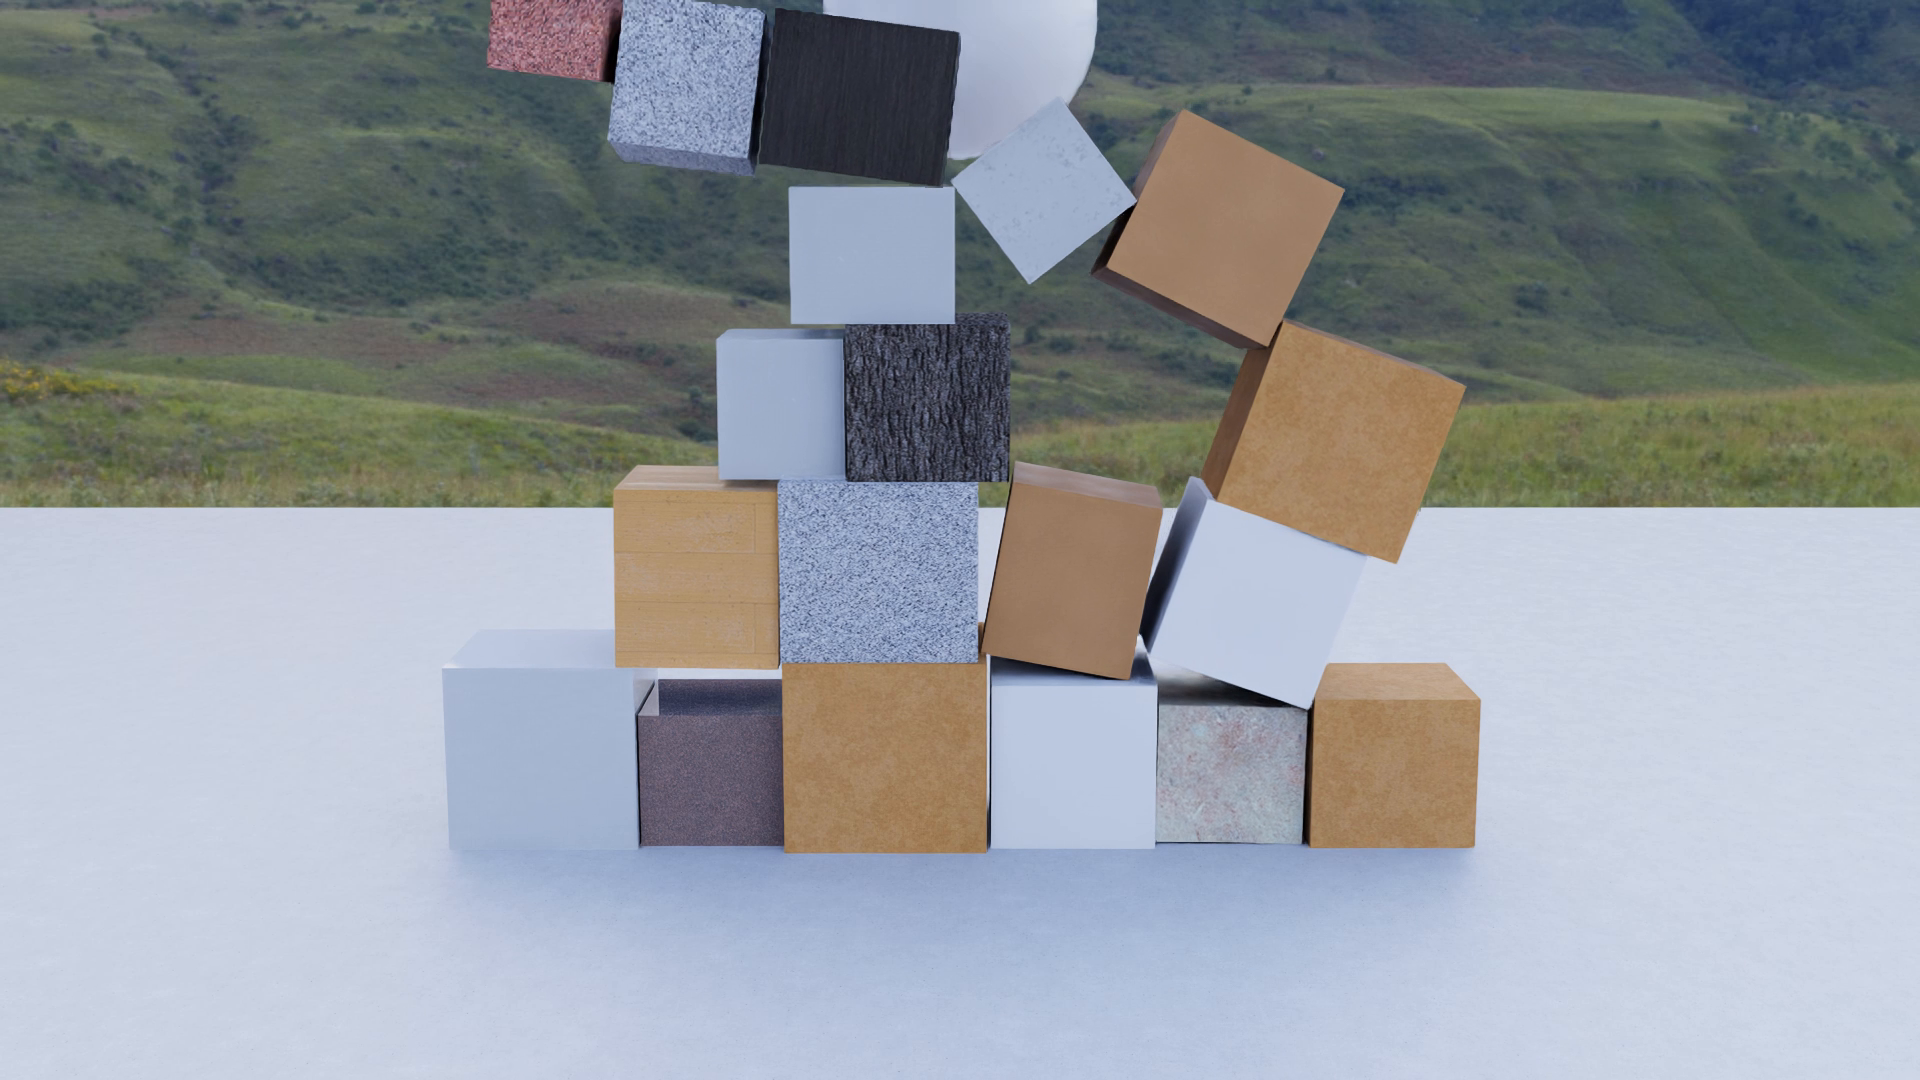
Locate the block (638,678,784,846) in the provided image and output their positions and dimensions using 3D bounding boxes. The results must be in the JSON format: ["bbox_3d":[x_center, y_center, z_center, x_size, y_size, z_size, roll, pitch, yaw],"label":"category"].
[{"bbox_3d":[-1.245,1.141,11.397,0.721,0.678,0.759,0,10,0],"label":"block"}]

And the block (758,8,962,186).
[{"bbox_3d":[-0.476,-2.169,10.830,0.874,0.729,0.764,7,10,0],"label":"block"}]

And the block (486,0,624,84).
[{"bbox_3d":[-1.935,-2.504,10.617,0.536,0.524,0.532,7,10,1],"label":"block"}]

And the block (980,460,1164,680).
[{"bbox_3d":[0.567,0.144,11.280,0.755,0.883,0.730,11,11,0],"label":"block"}]

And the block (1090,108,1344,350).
[{"bbox_3d":[1.264,-1.531,11.003,0.877,0.841,0.824,26,3,-4],"label":"block"}]

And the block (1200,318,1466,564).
[{"bbox_3d":[1.859,-0.540,11.126,0.942,0.929,0.891,19,10,-2],"label":"block"}]

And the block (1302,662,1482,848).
[{"bbox_3d":[2.170,1.100,11.366,0.828,0.769,0.785,0,10,-1],"label":"block"}]

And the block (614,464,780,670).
[{"bbox_3d":[-1.295,0.124,11.196,0.805,0.889,0.823,1,10,0],"label":"block"}]

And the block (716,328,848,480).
[{"bbox_3d":[-0.874,-0.690,11.037,0.621,0.688,0.597,0,10,0],"label":"block"}]

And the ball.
[{"bbox_3d":[0.000,-3.016,12.740,1.600,1.600,1.600,0,10,0],"label":"ball"}]

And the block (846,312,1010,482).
[{"bbox_3d":[-0.157,-0.727,11.025,0.792,0.765,0.771,0,10,0],"label":"block"}]

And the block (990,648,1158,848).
[{"bbox_3d":[0.569,1.062,11.377,0.822,0.839,0.837,0,10,0],"label":"block"}]

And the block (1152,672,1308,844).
[{"bbox_3d":[1.360,1.118,11.400,0.747,0.710,0.717,1,10,0],"label":"block"}]

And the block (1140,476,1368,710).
[{"bbox_3d":[1.469,0.254,11.215,0.845,0.835,0.760,19,10,-4],"label":"block"}]

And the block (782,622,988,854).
[{"bbox_3d":[-0.371,1.001,11.355,1.007,0.969,0.965,0,10,0],"label":"block"}]

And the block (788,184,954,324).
[{"bbox_3d":[-0.426,-1.430,10.925,0.792,0.654,0.700,0,10,-1],"label":"block"}]

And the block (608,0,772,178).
[{"bbox_3d":[-1.316,-2.220,10.798,0.669,0.709,0.648,7,1,-2],"label":"block"}]

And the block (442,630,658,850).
[{"bbox_3d":[-2.087,1.015,11.370,0.943,0.936,0.873,0,10,0],"label":"block"}]

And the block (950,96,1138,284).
[{"bbox_3d":[0.405,-1.741,10.946,0.654,0.628,0.774,-37,7,6],"label":"block"}]

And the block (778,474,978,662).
[{"bbox_3d":[-0.399,0.087,11.180,0.972,0.892,0.886,0,10,0],"label":"block"}]
